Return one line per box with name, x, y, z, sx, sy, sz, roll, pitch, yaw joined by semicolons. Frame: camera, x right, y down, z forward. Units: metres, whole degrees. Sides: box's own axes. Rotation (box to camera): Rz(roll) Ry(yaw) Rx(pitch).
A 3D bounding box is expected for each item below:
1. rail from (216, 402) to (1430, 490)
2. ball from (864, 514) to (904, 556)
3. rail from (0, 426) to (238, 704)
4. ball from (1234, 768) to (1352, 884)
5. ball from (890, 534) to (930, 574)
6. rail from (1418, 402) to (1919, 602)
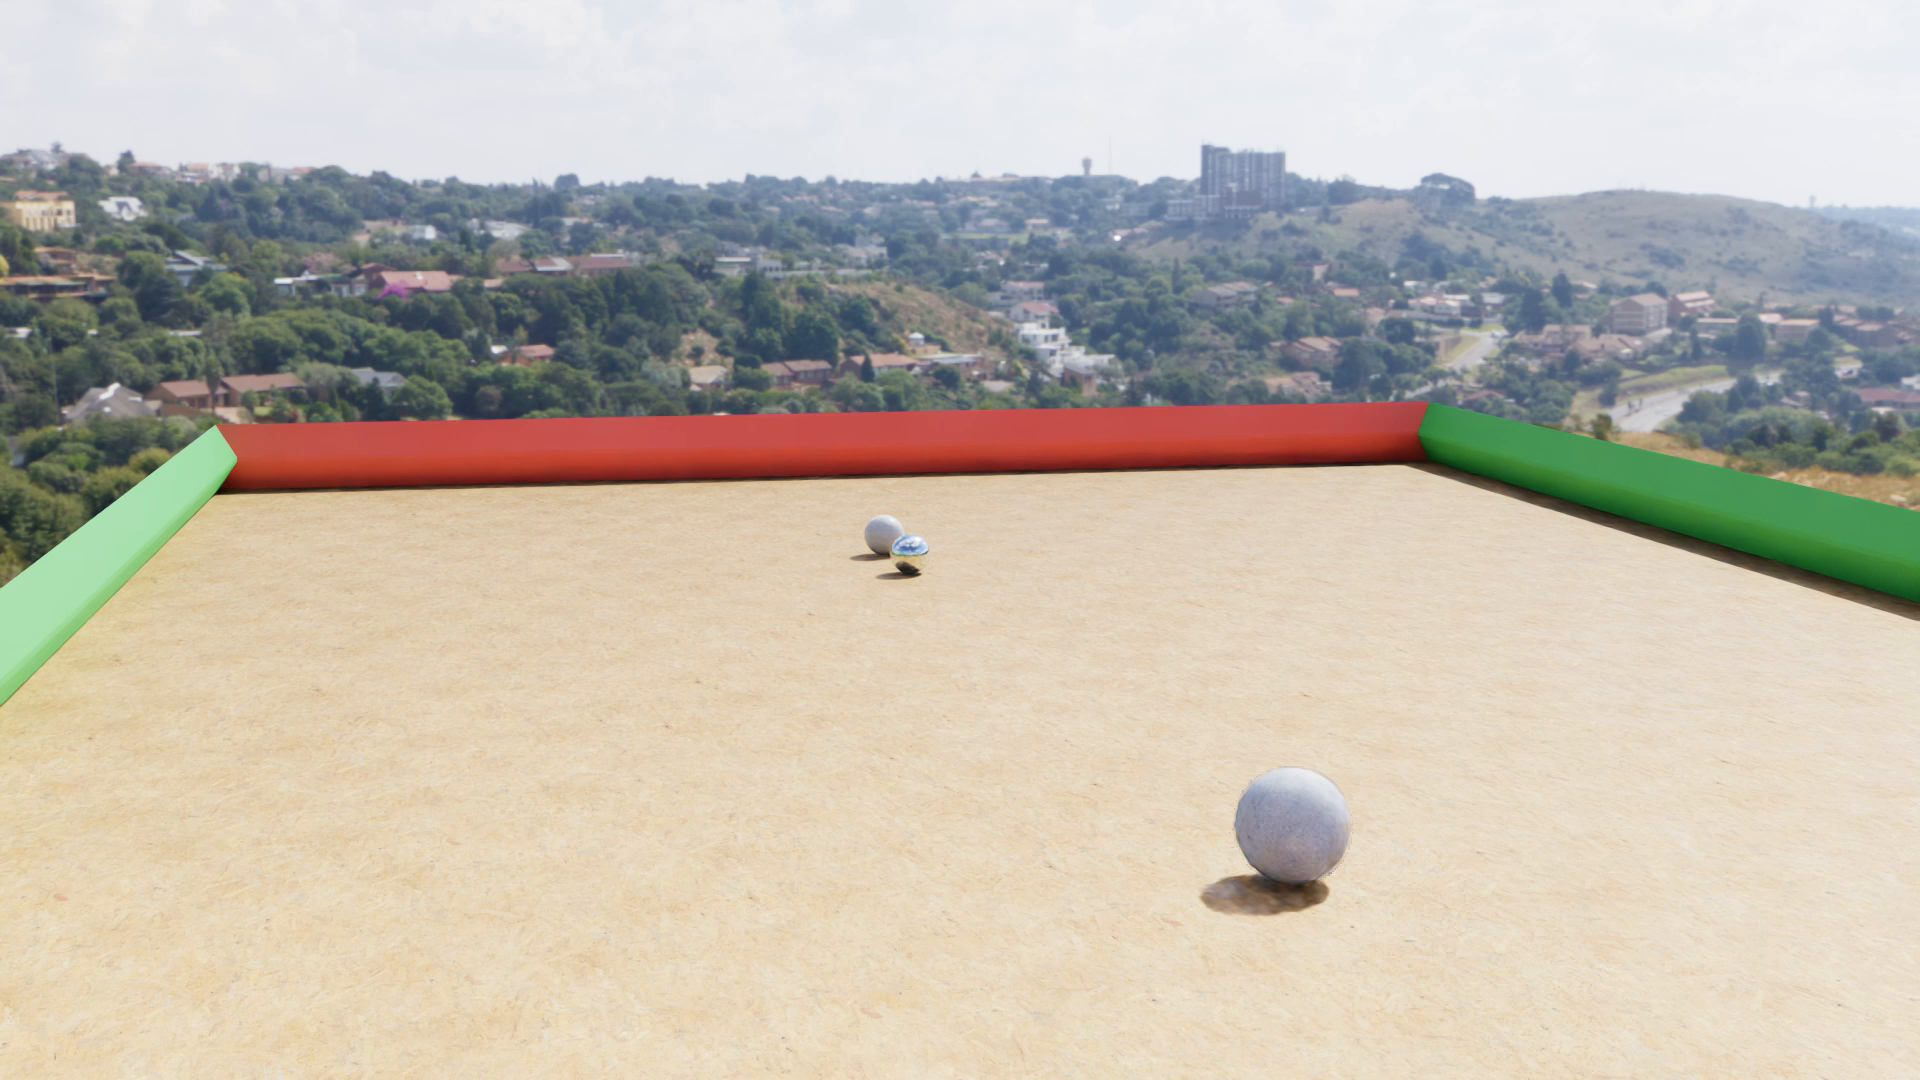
rail;-0.214;-0.199;4.577;2.558;0.127;0.045;-2;9;-11
ball;-0.123;-0.008;3.567;0.066;0.066;0.066;0;9;0
rail;-1.012;0.176;2.188;0.045;0.127;4.480;-2;9;-11
ball;0.282;0.242;1.865;0.098;0.098;0.098;0;9;0
ball;-0.077;0.021;3.392;0.062;0.062;0.062;0;9;0
rail;1.450;0.100;2.673;0.045;0.127;4.480;-2;9;-11
